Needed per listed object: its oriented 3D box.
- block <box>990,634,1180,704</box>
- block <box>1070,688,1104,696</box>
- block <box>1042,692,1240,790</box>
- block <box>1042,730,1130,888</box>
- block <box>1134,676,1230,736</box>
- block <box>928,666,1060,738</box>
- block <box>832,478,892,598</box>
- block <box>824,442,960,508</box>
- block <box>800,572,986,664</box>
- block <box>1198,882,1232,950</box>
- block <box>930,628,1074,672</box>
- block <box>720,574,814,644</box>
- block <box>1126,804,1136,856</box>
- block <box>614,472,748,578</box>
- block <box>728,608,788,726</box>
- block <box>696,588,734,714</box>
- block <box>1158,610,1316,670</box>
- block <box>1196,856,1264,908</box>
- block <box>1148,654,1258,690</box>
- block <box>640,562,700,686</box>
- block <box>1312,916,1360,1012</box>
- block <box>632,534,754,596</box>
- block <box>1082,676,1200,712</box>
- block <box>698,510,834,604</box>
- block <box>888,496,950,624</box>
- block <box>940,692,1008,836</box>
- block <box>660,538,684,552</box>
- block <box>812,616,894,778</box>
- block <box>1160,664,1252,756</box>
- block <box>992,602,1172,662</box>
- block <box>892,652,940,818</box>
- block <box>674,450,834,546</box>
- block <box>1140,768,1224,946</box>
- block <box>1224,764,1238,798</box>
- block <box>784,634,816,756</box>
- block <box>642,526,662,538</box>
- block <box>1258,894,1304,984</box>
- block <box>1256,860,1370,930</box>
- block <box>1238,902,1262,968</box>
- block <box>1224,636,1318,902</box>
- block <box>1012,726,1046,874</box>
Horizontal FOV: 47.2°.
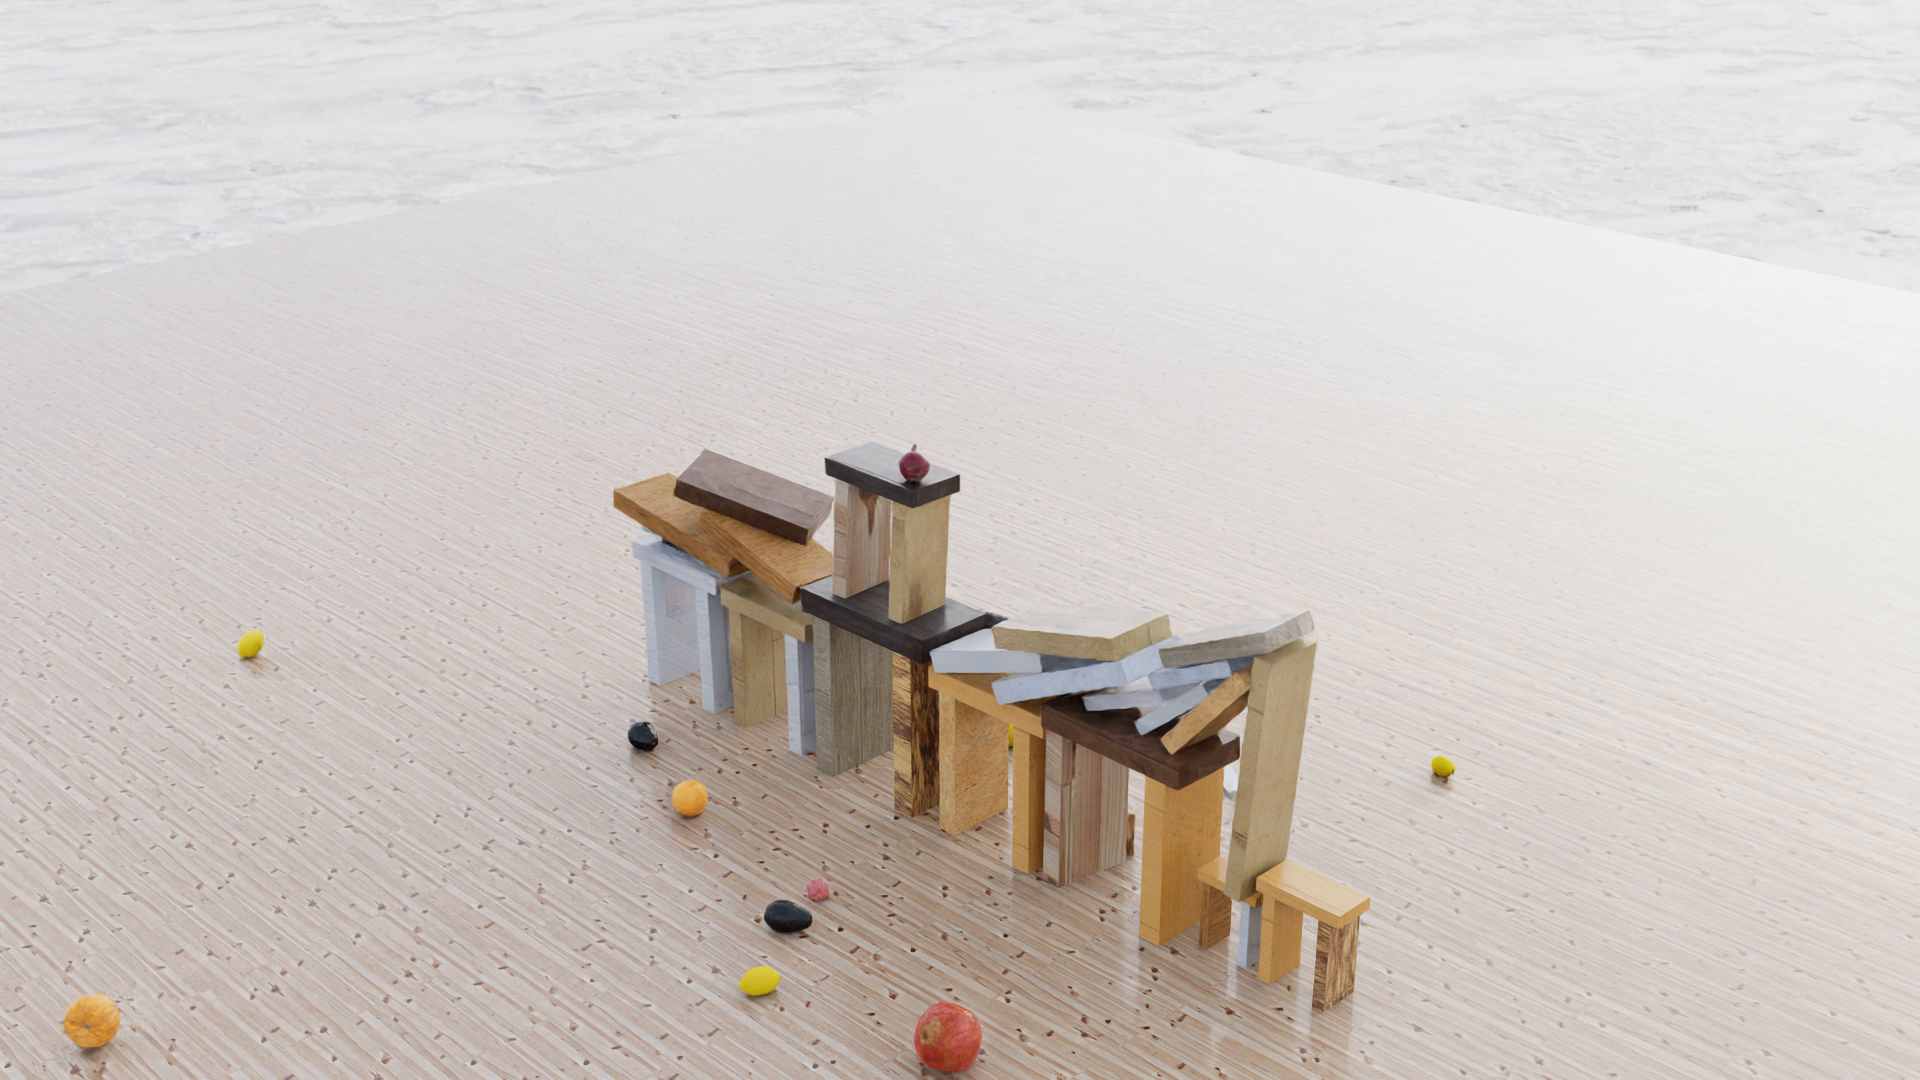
[{"bbox_3d":[0.232,0.240,4.046,0.153,0.043,0.364,-20,4,-39],"label":"block"},{"bbox_3d":[0.248,0.270,4.075,0.045,0.013,0.091,-21,2,-40],"label":"block"},{"bbox_3d":[0.327,0.349,4.019,0.167,0.047,0.335,-21,31,-40],"label":"block"},{"bbox_3d":[0.242,0.484,4.192,0.167,0.335,0.047,-16,28,-33],"label":"block"},{"bbox_3d":[0.408,0.287,3.909,0.100,0.028,0.201,-21,-10,-40],"label":"block"},{"bbox_3d":[0.101,0.288,4.244,0.153,0.043,0.305,-21,31,-40],"label":"block"},{"bbox_3d":[-0.197,-0.020,4.438,0.036,0.254,0.127,23,32,36],"label":"block"},{"bbox_3d":[-0.134,-0.129,4.323,0.127,0.036,0.254,-21,31,-40],"label":"block"},{"bbox_3d":[-0.136,0.145,4.442,0.356,0.050,0.178,21,31,41],"label":"block"},{"bbox_3d":[0.467,0.672,4.006,0.019,0.134,0.067,21,31,41],"label":"block"},{"bbox_3d":[0.101,0.209,4.194,0.153,0.043,0.305,-20,11,-40],"label":"block"},{"bbox_3d":[-0.369,0.139,4.682,0.137,0.039,0.274,-21,31,-41],"label":"block"},{"bbox_3d":[0.330,0.567,4.307,0.013,0.091,0.045,-4,21,-10],"label":"block"},{"bbox_3d":[-0.576,-0.036,4.829,0.154,0.044,0.402,-21,37,-41],"label":"block"},{"bbox_3d":[-0.433,0.258,4.802,0.137,0.274,0.039,-21,30,-41],"label":"block"},{"bbox_3d":[-0.506,0.222,4.861,0.146,0.292,0.041,-21,30,-41],"label":"block"},{"bbox_3d":[0.474,0.172,3.783,0.125,0.035,0.250,-21,5,-40],"label":"block"},{"bbox_3d":[0.499,0.613,3.946,0.067,0.019,0.134,-21,32,-40],"label":"block"},{"bbox_3d":[0.435,0.222,3.850,0.100,0.028,0.201,-20,3,-39],"label":"block"},{"bbox_3d":[-0.645,0.168,4.989,0.146,0.293,0.041,-21,30,-41],"label":"block"},{"bbox_3d":[0.655,0.724,3.826,0.025,0.177,0.089,21,31,41],"label":"block"},{"bbox_3d":[-0.576,0.040,4.861,0.146,0.041,0.292,-21,31,-41],"label":"block"},{"bbox_3d":[0.328,0.276,3.994,0.100,0.028,0.201,-21,7,-40],"label":"block"},{"bbox_3d":[-0.397,0.016,4.675,0.154,0.044,0.308,-20,46,-43],"label":"block"},{"bbox_3d":[-0.080,0.027,4.328,0.036,0.254,0.127,23,32,36],"label":"block"},{"bbox_3d":[0.029,0.421,4.378,0.043,0.305,0.153,21,31,41],"label":"block"},{"bbox_3d":[-0.598,0.004,4.870,0.125,0.018,0.063,20,30,39],"label":"block"},{"bbox_3d":[-0.220,0.300,4.598,0.050,0.356,0.178,21,31,41],"label":"block"},{"bbox_3d":[0.465,0.285,3.836,0.125,0.250,0.035,-20,71,-40],"label":"block"},{"bbox_3d":[0.220,0.167,4.023,0.153,0.043,0.305,-21,16,-40],"label":"block"},{"bbox_3d":[-0.052,0.365,4.444,0.050,0.356,0.178,21,31,41],"label":"block"},{"bbox_3d":[-0.444,-0.093,4.742,0.308,0.044,0.154,21,32,8],"label":"block"},{"bbox_3d":[0.405,0.557,4.019,0.047,0.335,0.167,21,31,41],"label":"block"},{"bbox_3d":[0.555,0.497,4.573,0.045,0.013,0.125,-6,24,-14],"label":"block"},{"bbox_3d":[-0.304,0.309,4.683,0.039,0.274,0.137,21,31,41],"label":"block"},{"bbox_3d":[-0.639,-0.023,4.886,0.125,0.018,0.063,18,28,34],"label":"block"},{"bbox_3d":[0.571,0.692,3.903,0.025,0.177,0.089,21,31,41],"label":"block"},{"bbox_3d":[0.613,0.615,3.825,0.177,0.025,0.089,21,31,41],"label":"block"},{"bbox_3d":[0.530,0.696,3.948,0.067,0.134,0.019,-21,31,-41],"label":"block"},{"bbox_3d":[0.536,0.400,3.811,0.125,0.479,0.035,-20,35,-40],"label":"block"},{"bbox_3d":[0.171,0.477,4.245,0.153,0.305,0.043,-21,30,-40],"label":"block"}]
